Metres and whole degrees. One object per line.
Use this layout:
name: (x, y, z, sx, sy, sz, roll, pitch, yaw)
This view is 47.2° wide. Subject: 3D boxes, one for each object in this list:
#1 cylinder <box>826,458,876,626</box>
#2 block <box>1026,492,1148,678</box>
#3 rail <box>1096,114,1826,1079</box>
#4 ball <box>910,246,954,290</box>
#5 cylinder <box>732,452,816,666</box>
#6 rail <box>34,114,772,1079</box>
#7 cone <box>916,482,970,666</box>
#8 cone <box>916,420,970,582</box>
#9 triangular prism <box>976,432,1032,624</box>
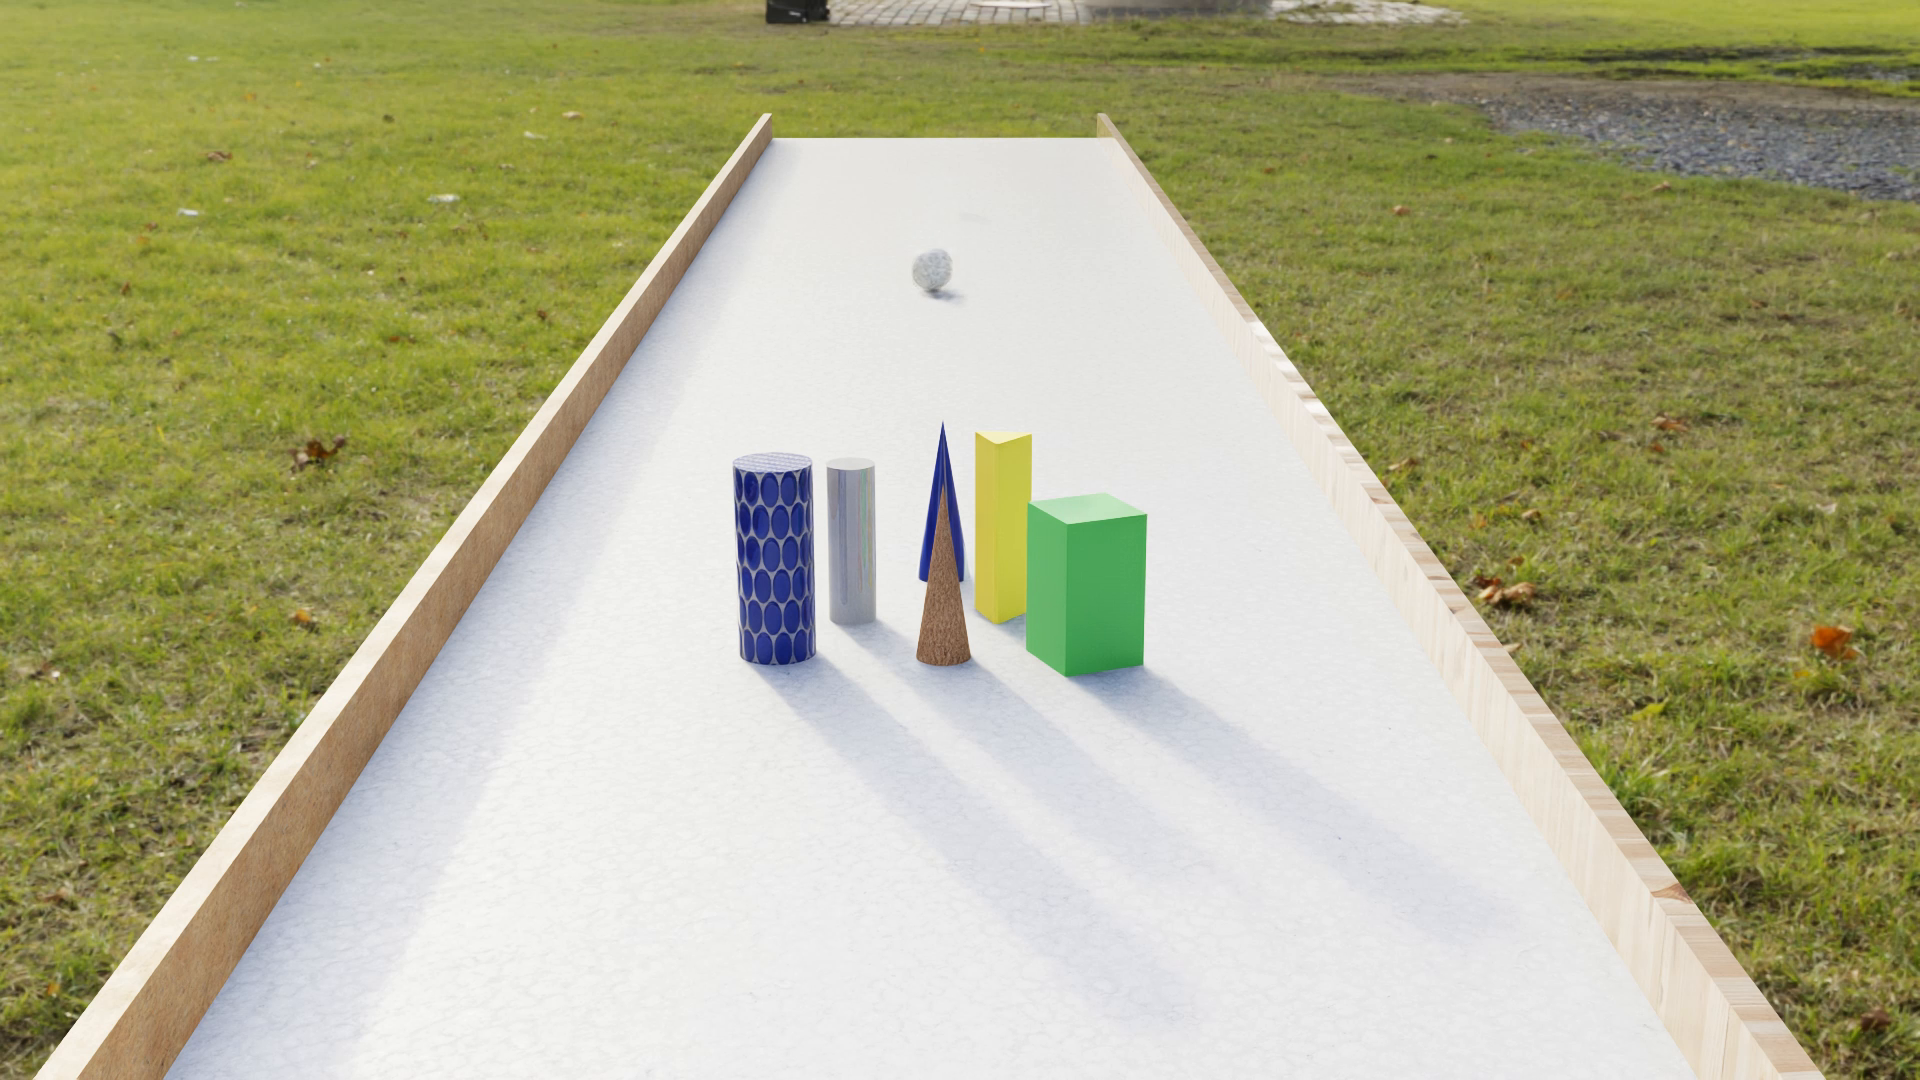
cylinder: (-0.228, 0.003, 4.626, 0.104, 0.337, 0.104, 0, 17, 0)
block: (0.250, 0.087, 4.387, 0.175, 0.313, 0.175, -7, 18, -23)
rail: (0.932, -0.844, 7.801, 0.050, 0.150, 12.000, 0, 17, -1)
ball: (-0.107, -1.043, 8.443, 0.166, 0.166, 0.166, 0, 17, 0)
cylinder: (-0.371, 0.037, 4.406, 0.159, 0.398, 0.159, 0, 17, 0)
rail: (-1.118, -0.838, 7.780, 0.050, 0.150, 12.000, 0, 17, -1)
cone: (-0.033, 0.061, 4.385, 0.111, 0.364, 0.111, 0, 17, 0)
cone: (-0.038, -0.094, 4.905, 0.123, 0.363, 0.123, 0, 17, 0)
triangular prism: (0.073, -0.033, 4.651, 0.103, 0.391, 0.119, 13, 21, 37)
